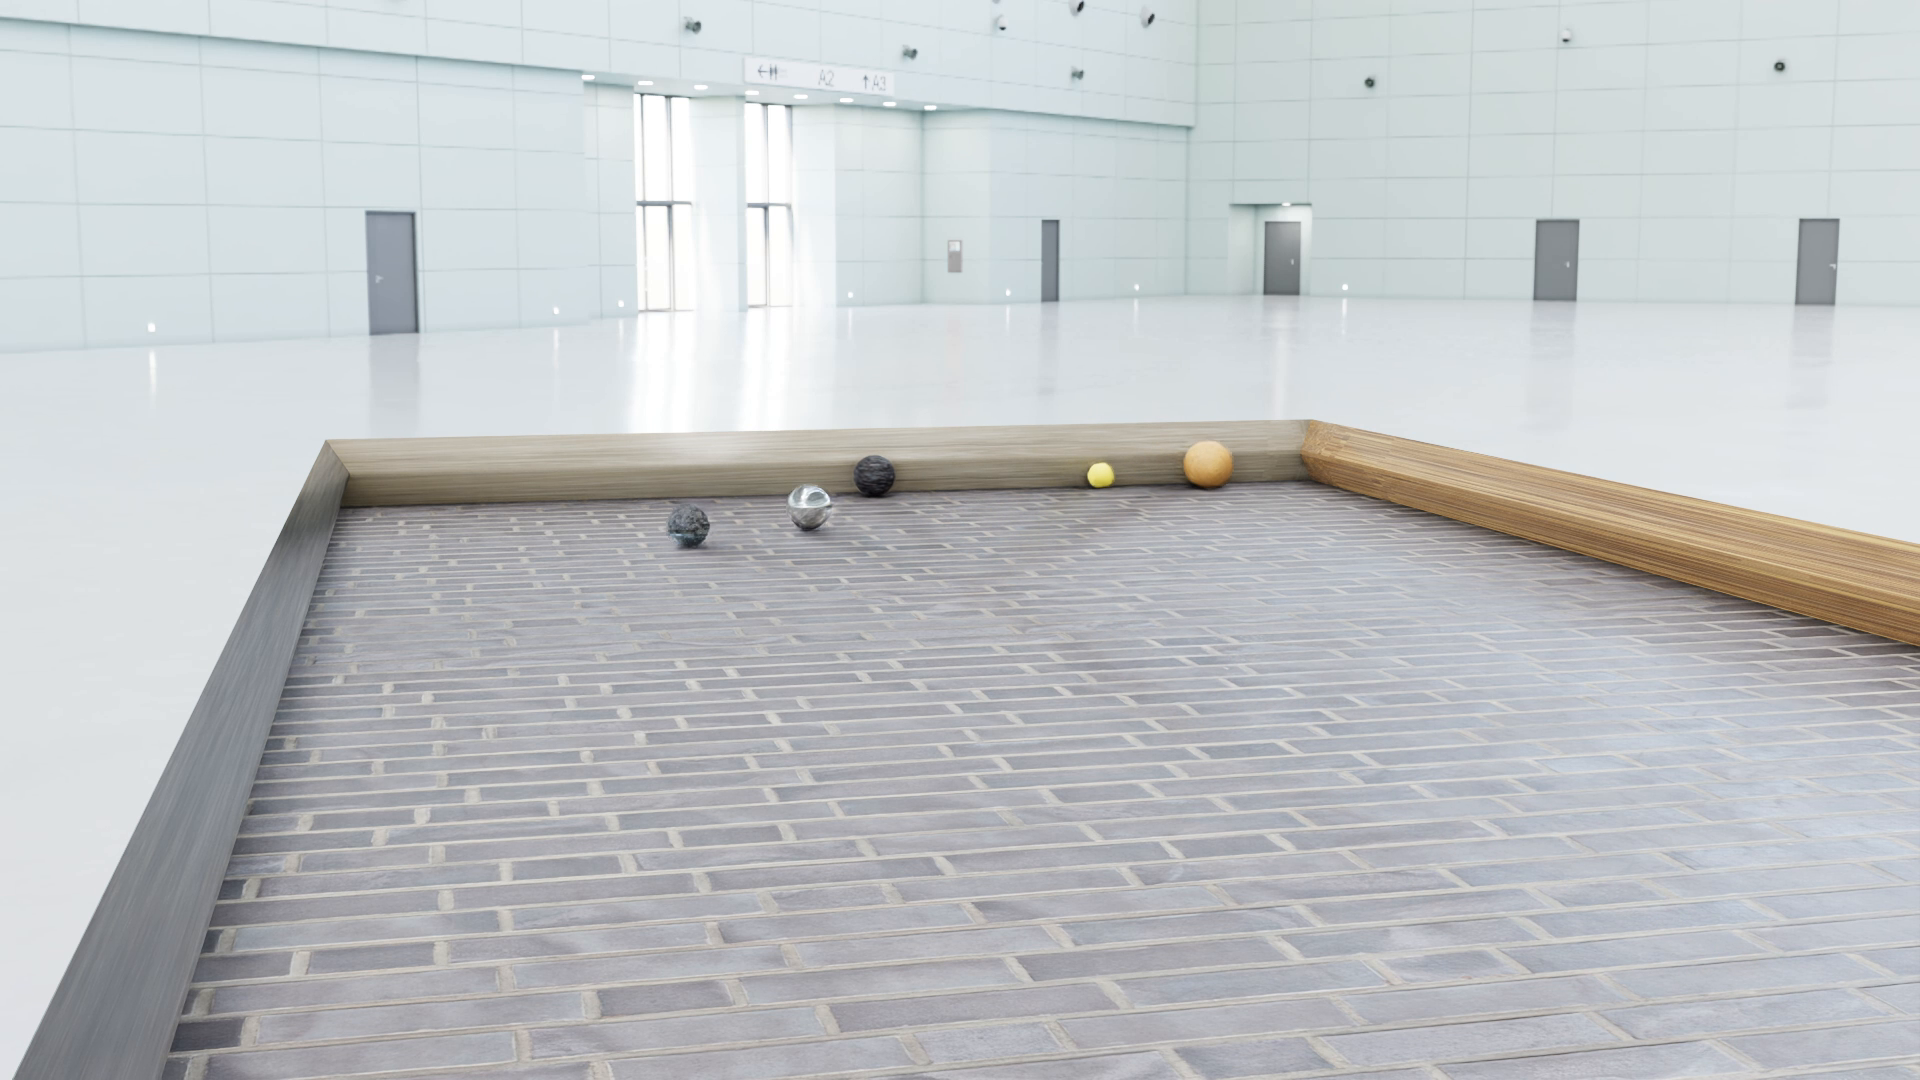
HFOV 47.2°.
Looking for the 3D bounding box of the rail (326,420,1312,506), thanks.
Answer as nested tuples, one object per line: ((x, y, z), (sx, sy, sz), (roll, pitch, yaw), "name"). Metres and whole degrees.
((-0.231, -0.161, 4.510), (2.060, 0.130, 0.045), (-2, 8, -13), "rail")

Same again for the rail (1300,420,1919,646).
((1.215, 0.073, 2.820), (0.045, 0.130, 4.043), (-2, 8, -13), "rail")

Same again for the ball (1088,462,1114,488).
((0.294, -0.135, 4.610), (0.054, 0.054, 0.054), (0, 8, 0), "ball")

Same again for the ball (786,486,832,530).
((-0.271, -0.058, 3.956), (0.081, 0.081, 0.081), (0, 8, 0), "ball")

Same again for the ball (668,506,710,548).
((-0.462, -0.023, 3.739), (0.071, 0.071, 0.071), (0, 8, 0), "ball")

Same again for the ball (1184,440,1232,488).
((0.519, -0.158, 4.611), (0.100, 0.100, 0.100), (0, 8, 0), "ball")

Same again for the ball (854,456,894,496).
((-0.174, -0.130, 4.466), (0.084, 0.084, 0.084), (0, 8, 0), "ball")

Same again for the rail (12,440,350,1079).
((-0.741, 0.137, 2.352), (0.045, 0.130, 4.043), (-2, 8, -13), "rail")
